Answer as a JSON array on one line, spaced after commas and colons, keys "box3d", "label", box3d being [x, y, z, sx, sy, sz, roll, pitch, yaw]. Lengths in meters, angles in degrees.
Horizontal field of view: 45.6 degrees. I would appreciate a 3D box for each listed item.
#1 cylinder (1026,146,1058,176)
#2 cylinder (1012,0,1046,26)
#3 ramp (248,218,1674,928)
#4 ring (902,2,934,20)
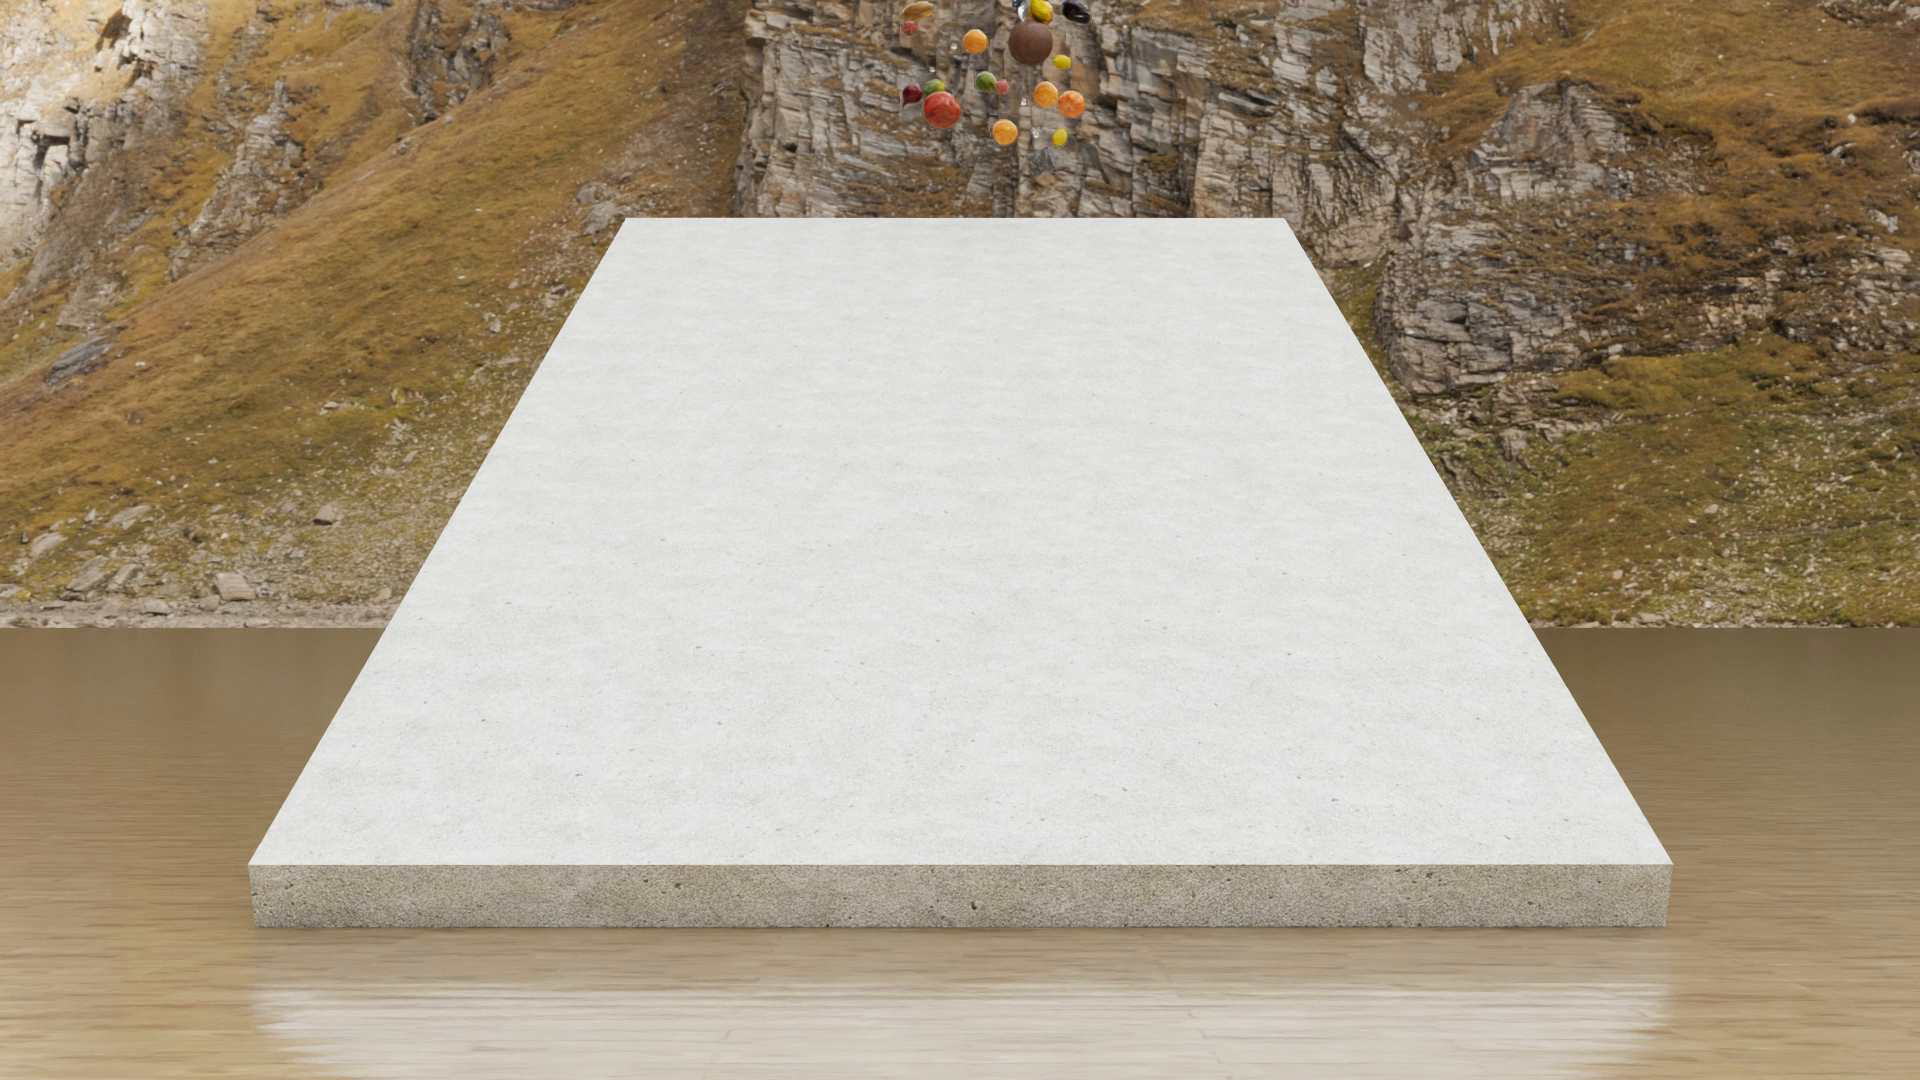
[{"box3d": [0.243, -1.121, 6.764, 0.069, 0.069, 0.069, -20, -8, 18], "label": "cylinder"}, {"box3d": [0.203, -1.559, 6.694, 0.076, 0.076, 0.076, 1, 40, -27], "label": "cylinder"}, {"box3d": [-0.006, -0.215, 5.086, 2.000, 0.100, 4.000, 0, 21, 0], "label": "ramp"}, {"box3d": [-0.125, -1.564, 6.749, 0.094, 0.031, 0.094, -14, -4, -1], "label": "ring"}]
